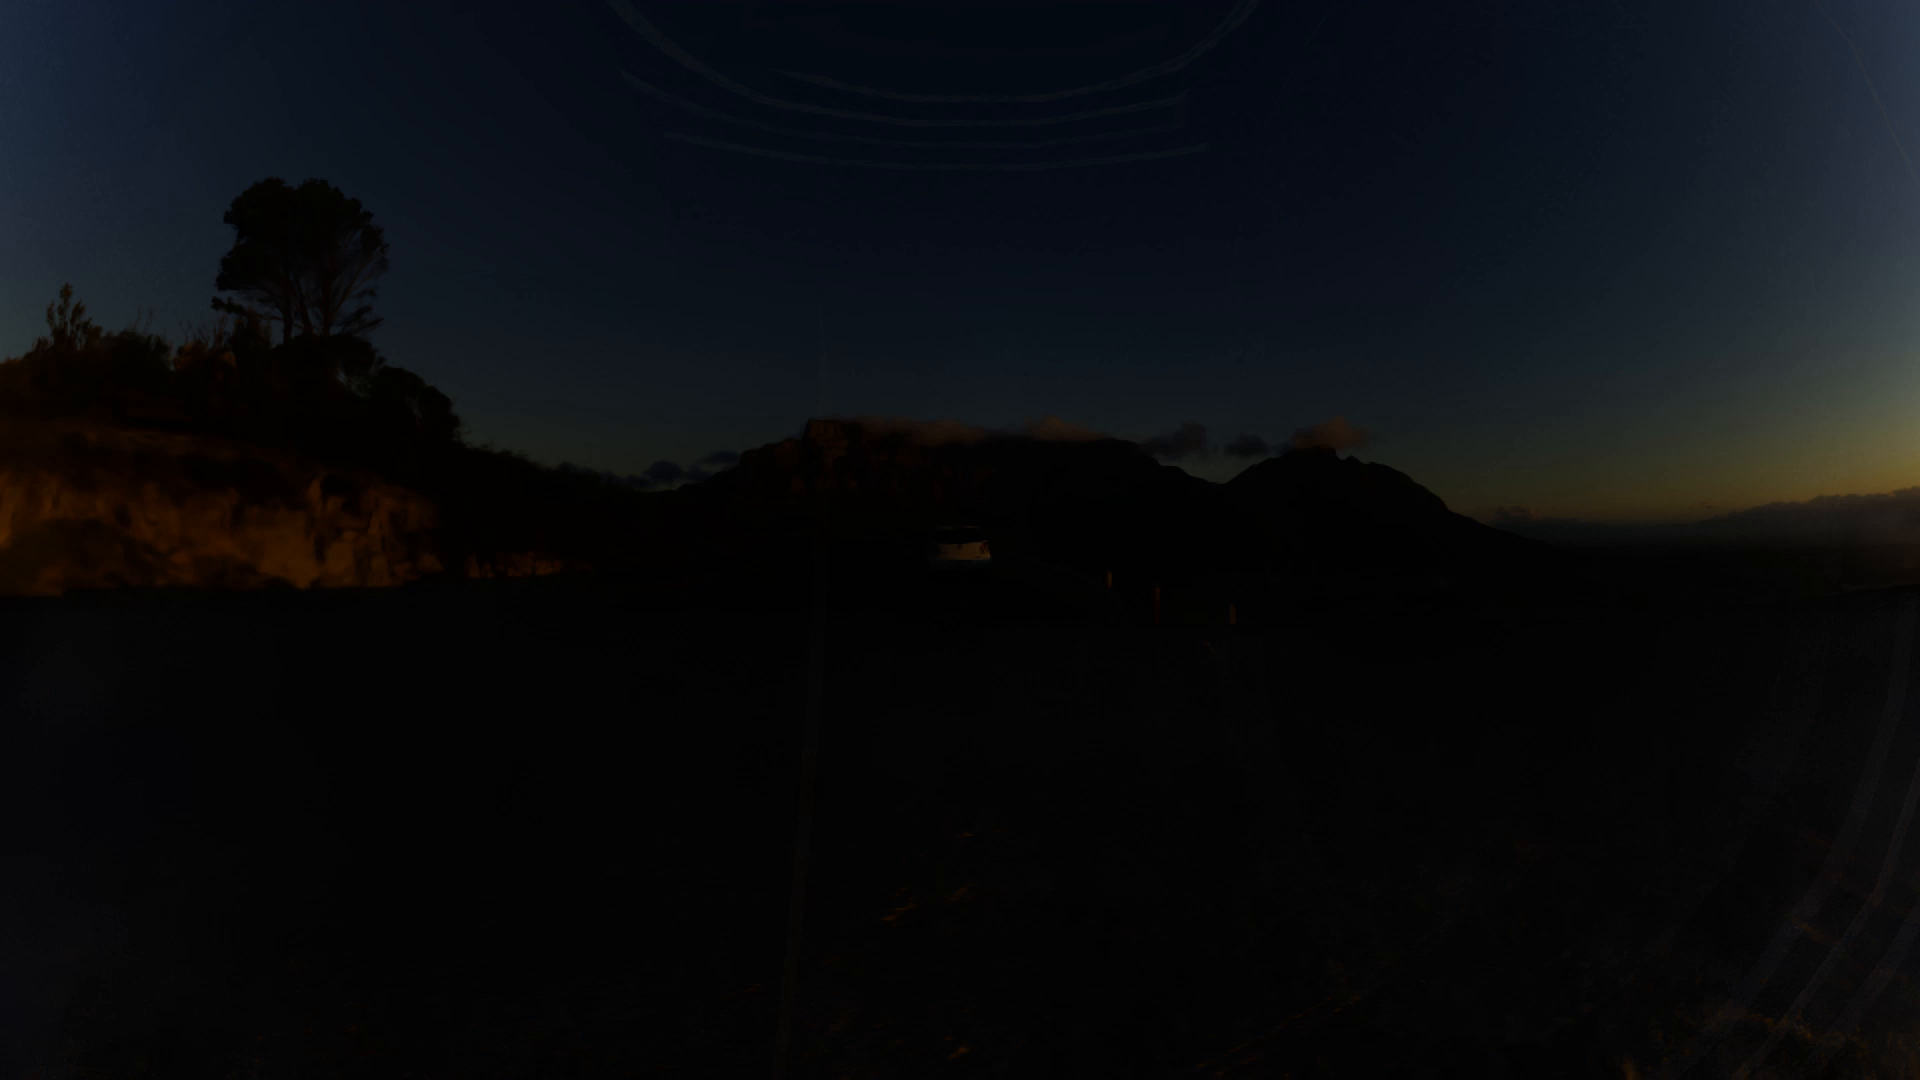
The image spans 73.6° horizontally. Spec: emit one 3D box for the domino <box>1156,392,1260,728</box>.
[{"bbox_3d":[0.039,0.002,0.203,0.009,0.050,0.025,0,4,-3],"label":"domino"}]

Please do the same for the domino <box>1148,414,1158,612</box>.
[{"bbox_3d":[0.056,-0.008,0.336,0.010,0.050,0.025,1,4,15],"label":"domino"}]

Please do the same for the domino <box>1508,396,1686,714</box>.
[{"bbox_3d":[0.106,0.001,0.214,0.009,0.050,0.025,-2,5,-23],"label":"domino"}]

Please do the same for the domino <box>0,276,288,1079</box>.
[{"bbox_3d":[-0.047,0.013,0.065,0.010,0.050,0.025,1,4,7],"label":"domino"}]

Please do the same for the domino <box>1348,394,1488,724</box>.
[{"bbox_3d":[0.073,0.002,0.206,0.010,0.050,0.025,-1,4,-8],"label":"domino"}]

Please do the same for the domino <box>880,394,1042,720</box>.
[{"bbox_3d":[0.000,0.002,0.201,0.025,0.050,0.009,0,4,0],"label":"domino"}]

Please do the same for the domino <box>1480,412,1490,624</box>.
[{"bbox_3d":[0.111,-0.005,0.297,0.025,0.050,0.009,-4,6,-41],"label":"domino"}]

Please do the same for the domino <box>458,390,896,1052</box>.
[{"bbox_3d":[-0.019,0.012,0.098,0.025,0.050,0.010,0,-29,3],"label":"domino"}]

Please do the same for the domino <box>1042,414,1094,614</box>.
[{"bbox_3d":[0.023,-0.007,0.331,0.009,0.050,0.025,-3,5,-34],"label":"domino"}]

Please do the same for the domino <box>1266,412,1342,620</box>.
[{"bbox_3d":[0.086,-0.006,0.320,0.010,0.050,0.025,3,5,35],"label":"domino"}]

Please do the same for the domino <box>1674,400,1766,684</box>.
[{"bbox_3d":[0.131,0.000,0.236,0.025,0.050,0.009,2,5,22],"label":"domino"}]

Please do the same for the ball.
[{"bbox_3d":[0.000,-0.002,0.055,0.080,0.080,0.080,0,4,0],"label":"ball"}]

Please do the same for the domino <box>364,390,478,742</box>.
[{"bbox_3d":[-0.081,0.003,0.194,0.010,0.050,0.025,-1,4,-11],"label":"domino"}]
